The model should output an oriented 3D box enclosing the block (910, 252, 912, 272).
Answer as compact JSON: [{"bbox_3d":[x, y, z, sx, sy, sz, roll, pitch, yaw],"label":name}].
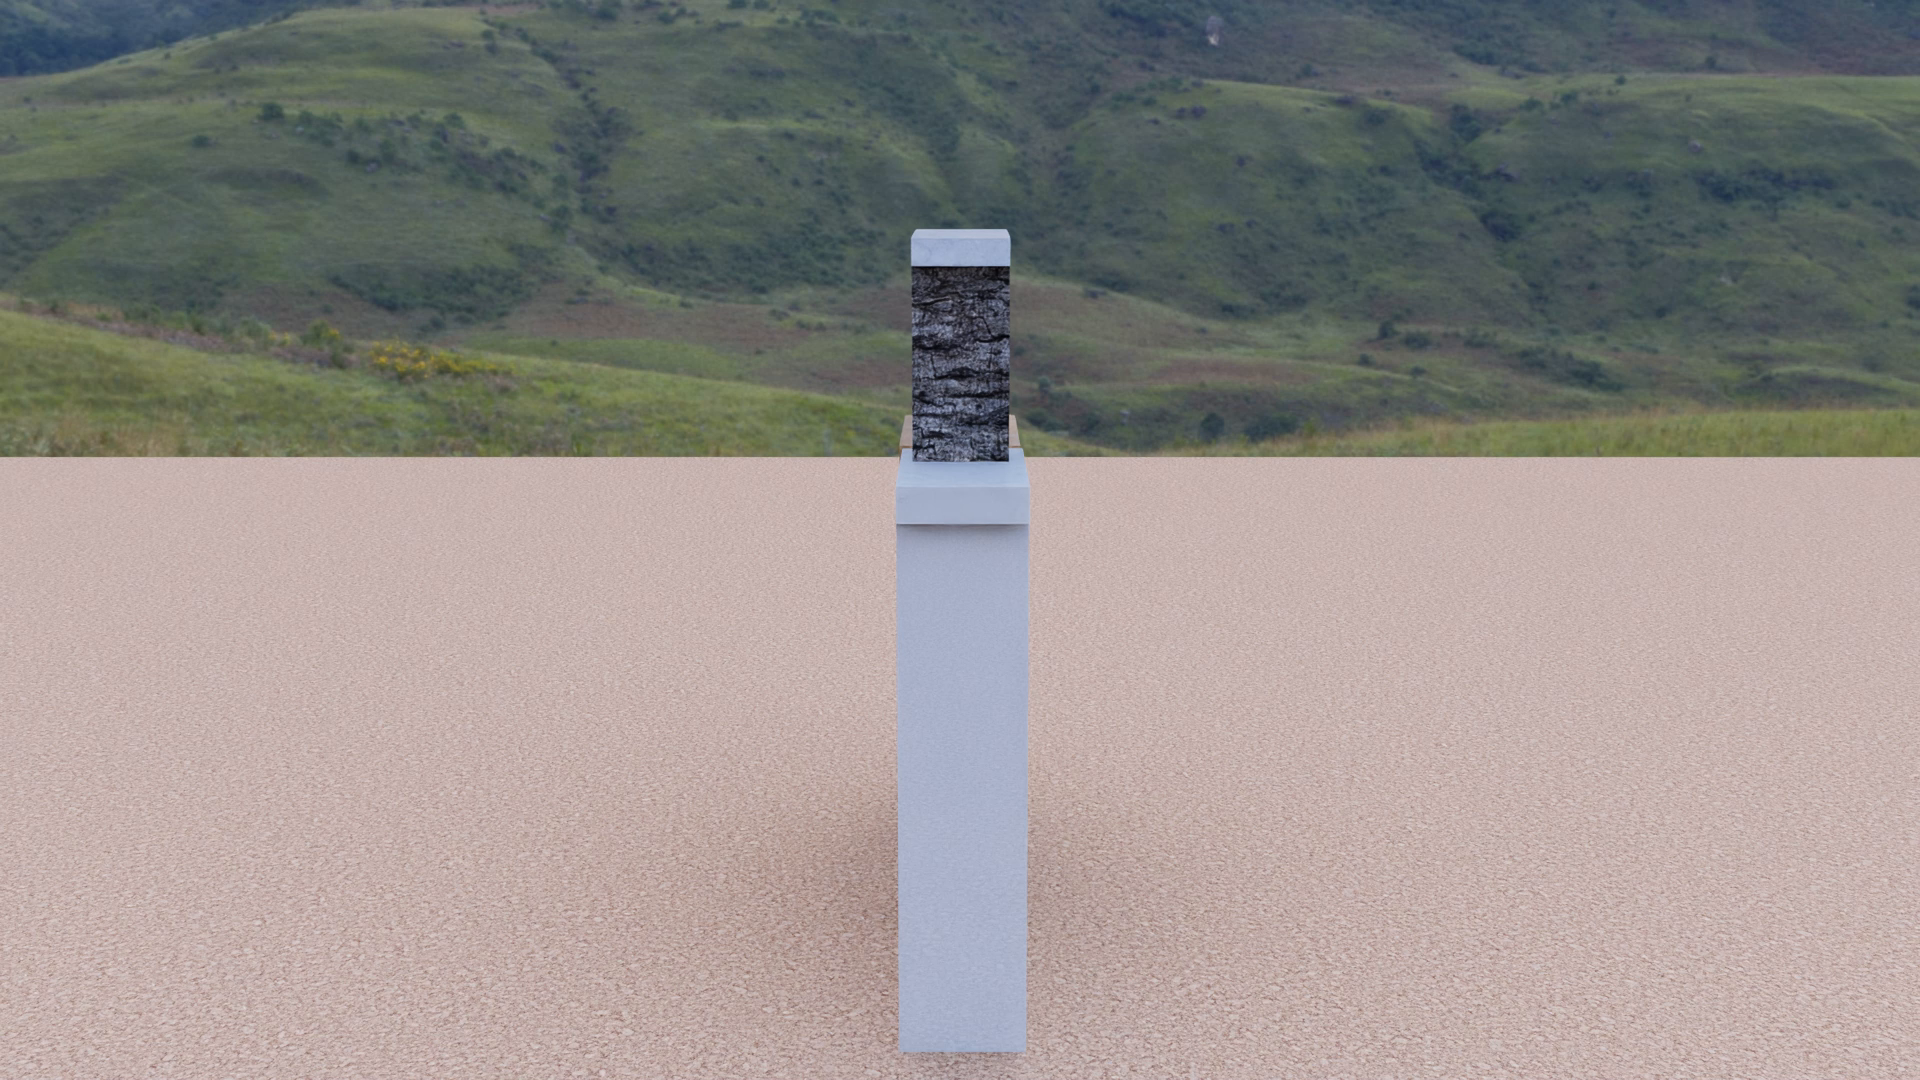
[{"bbox_3d":[-0.009,-0.422,3.387,0.115,0.033,0.230,-1,10,-6],"label":"block"}]

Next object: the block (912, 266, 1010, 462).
[{"bbox_3d":[0.001,-0.247,3.069,0.135,0.273,0.038,0,10,0],"label":"block"}]

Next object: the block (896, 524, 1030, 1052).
[{"bbox_3d":[0.004,0.336,2.993,0.175,0.747,0.050,0,11,0],"label":"block"}]

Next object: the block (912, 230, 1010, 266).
[{"bbox_3d":[0.002,-0.417,3.130,0.135,0.038,0.270,0,11,0],"label":"block"}]

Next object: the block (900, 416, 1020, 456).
[{"bbox_3d":[0.000,-0.145,3.387,0.177,0.050,0.354,0,11,0],"label":"block"}]

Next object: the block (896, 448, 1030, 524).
[{"bbox_3d":[0.004,-0.077,3.036,0.175,0.050,0.351,0,11,0],"label":"block"}]
